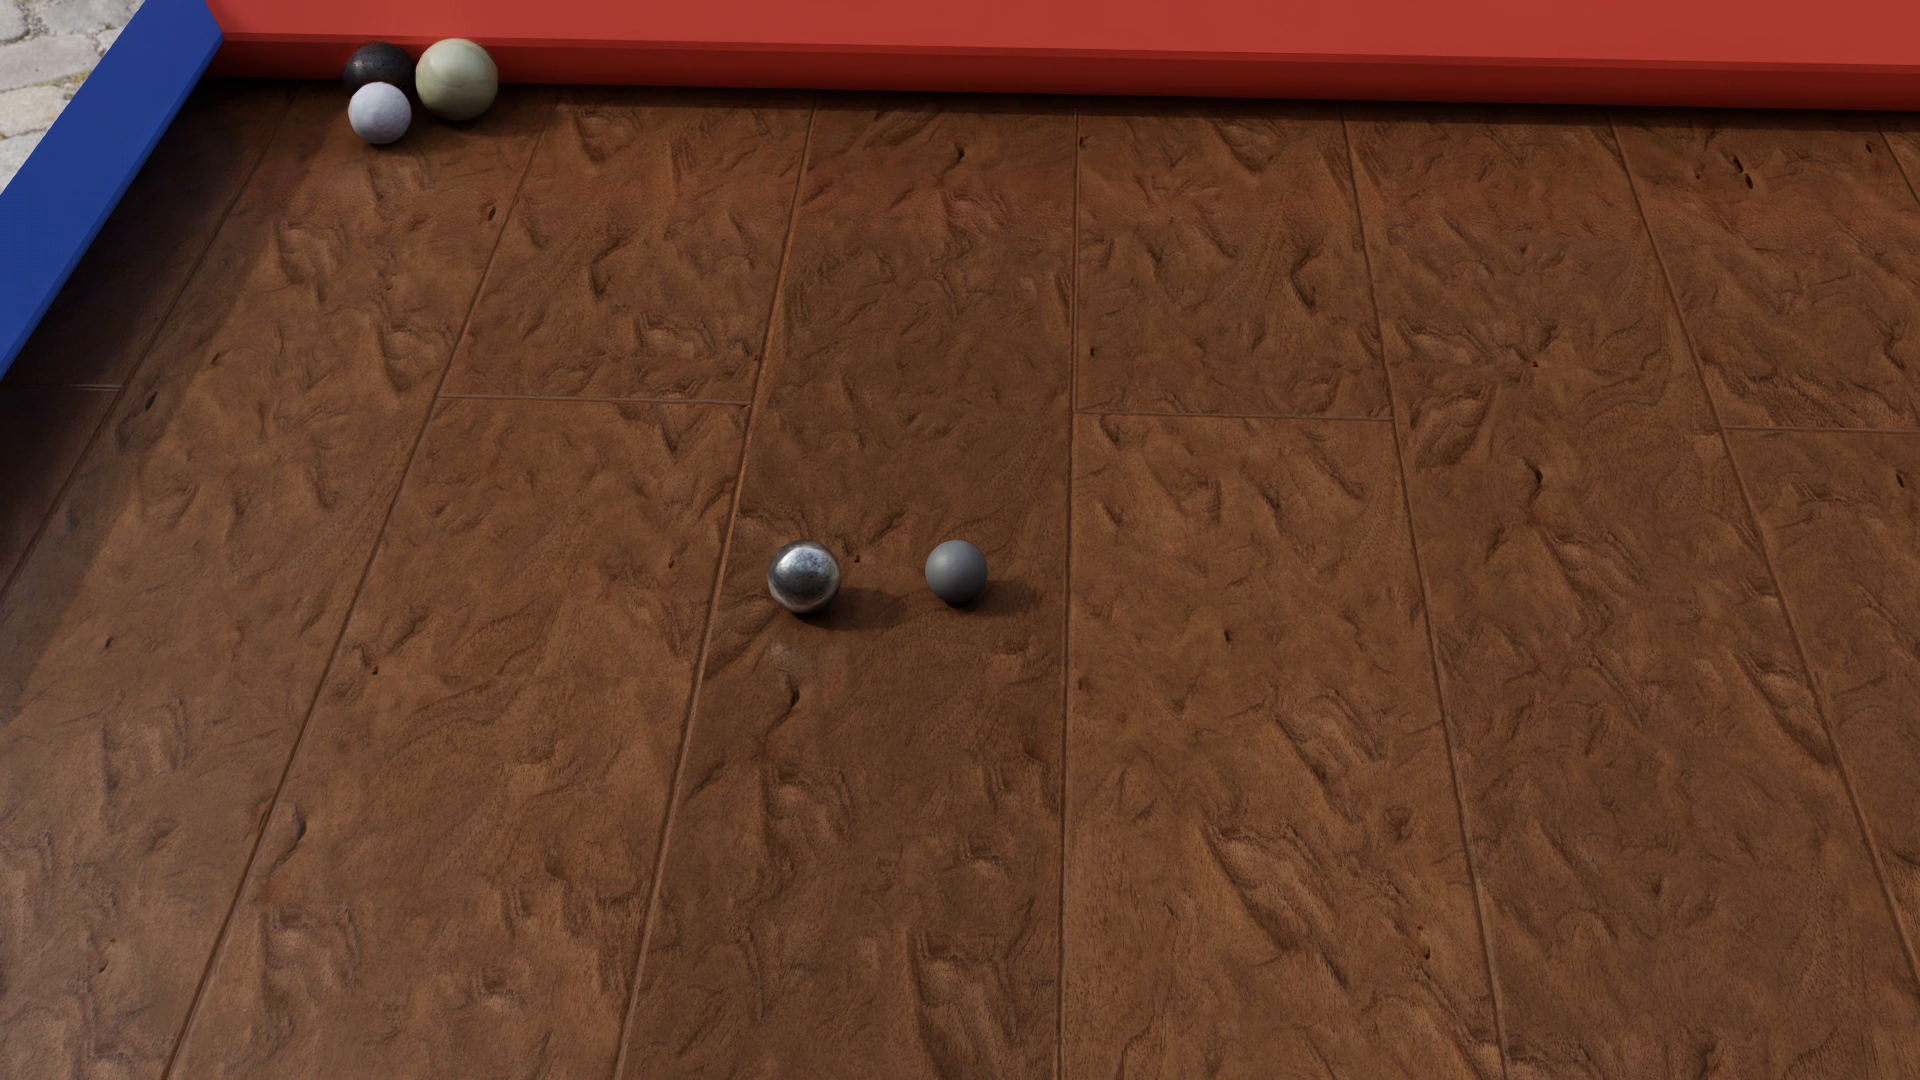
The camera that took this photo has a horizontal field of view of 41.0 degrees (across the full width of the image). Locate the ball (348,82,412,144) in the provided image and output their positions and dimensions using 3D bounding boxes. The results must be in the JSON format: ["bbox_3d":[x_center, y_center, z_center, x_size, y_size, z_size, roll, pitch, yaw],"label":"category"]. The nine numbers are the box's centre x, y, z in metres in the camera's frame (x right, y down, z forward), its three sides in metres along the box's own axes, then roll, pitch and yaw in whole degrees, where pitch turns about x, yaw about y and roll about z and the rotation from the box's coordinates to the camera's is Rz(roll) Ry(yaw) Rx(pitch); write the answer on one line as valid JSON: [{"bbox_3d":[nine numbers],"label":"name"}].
[{"bbox_3d":[-0.535,-0.393,2.365,0.057,0.057,0.057,0,35,0],"label":"ball"}]

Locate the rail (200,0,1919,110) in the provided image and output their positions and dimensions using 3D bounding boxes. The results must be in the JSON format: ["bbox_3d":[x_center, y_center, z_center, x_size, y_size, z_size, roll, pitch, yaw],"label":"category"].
[{"bbox_3d":[0.810,-0.448,2.382,3.104,0.123,0.045,2,35,2],"label":"rail"}]

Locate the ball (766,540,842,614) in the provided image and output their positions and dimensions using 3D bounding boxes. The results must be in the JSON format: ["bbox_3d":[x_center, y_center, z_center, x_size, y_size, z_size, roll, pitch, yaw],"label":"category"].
[{"bbox_3d":[-0.108,0.026,1.780,0.052,0.052,0.052,0,35,0],"label":"ball"}]

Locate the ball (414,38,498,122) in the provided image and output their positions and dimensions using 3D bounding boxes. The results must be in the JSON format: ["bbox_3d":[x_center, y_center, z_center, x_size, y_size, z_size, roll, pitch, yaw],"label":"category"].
[{"bbox_3d":[-0.471,-0.430,2.399,0.077,0.077,0.077,0,35,0],"label":"ball"}]

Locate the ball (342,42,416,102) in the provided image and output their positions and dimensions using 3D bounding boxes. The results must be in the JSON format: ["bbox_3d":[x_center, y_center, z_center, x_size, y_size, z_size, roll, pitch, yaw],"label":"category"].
[{"bbox_3d":[-0.546,-0.433,2.412,0.067,0.067,0.067,0,35,0],"label":"ball"}]

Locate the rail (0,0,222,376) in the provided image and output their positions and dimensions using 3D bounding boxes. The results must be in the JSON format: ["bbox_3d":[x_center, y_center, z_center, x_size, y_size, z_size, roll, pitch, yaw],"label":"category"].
[{"bbox_3d":[-0.752,-0.048,1.820,0.045,0.123,1.568,2,35,2],"label":"rail"}]

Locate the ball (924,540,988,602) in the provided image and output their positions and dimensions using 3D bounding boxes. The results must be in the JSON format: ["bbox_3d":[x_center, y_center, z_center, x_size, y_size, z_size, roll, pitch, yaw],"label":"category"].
[{"bbox_3d":[-0.003,0.022,1.792,0.044,0.044,0.044,0,35,0],"label":"ball"}]
